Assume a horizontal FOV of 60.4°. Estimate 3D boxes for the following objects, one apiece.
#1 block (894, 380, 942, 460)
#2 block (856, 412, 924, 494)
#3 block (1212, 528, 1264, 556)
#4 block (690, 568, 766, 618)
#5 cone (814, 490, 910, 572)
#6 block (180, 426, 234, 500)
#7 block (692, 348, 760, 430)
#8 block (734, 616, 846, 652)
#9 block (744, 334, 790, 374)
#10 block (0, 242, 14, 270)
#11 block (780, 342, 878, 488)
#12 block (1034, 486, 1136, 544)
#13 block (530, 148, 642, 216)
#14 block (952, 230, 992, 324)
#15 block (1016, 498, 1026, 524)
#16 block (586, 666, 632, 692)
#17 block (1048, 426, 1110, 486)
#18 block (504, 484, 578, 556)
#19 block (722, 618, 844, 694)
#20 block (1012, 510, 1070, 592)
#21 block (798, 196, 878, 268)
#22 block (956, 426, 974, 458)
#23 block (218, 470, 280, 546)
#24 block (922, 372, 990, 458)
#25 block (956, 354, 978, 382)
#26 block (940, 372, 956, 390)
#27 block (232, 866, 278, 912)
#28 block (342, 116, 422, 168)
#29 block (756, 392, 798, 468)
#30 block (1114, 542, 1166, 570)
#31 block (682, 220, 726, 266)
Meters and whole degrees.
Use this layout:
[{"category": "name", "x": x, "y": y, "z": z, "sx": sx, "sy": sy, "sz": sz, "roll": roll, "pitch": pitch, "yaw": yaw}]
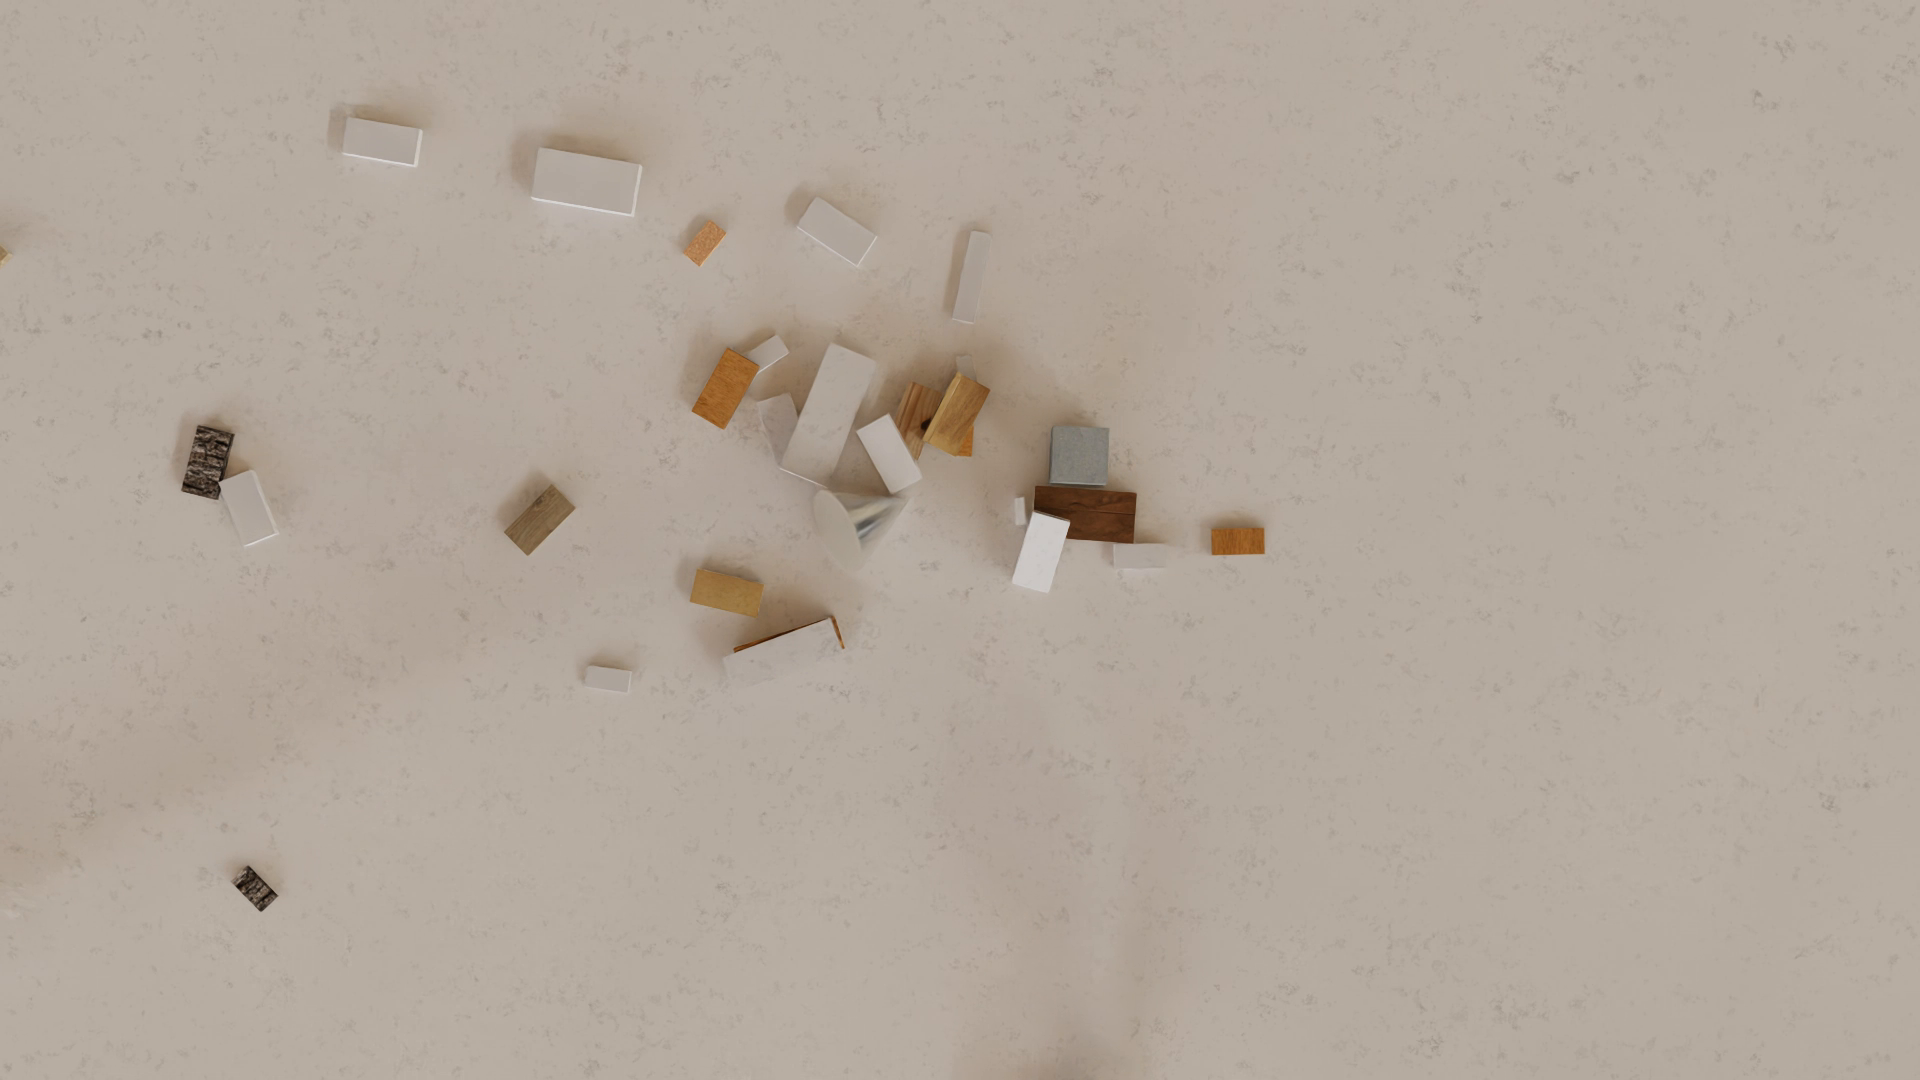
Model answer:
[{"category": "block", "x": -0.154, "y": -0.396, "z": 5.483, "sx": 0.120, "sy": 0.034, "sz": 0.239, "roll": 20, "pitch": 90, "yaw": 0}, {"category": "block", "x": -0.231, "y": -0.285, "z": 5.452, "sx": 0.120, "sy": 0.034, "sz": 0.239, "roll": -27, "pitch": 100, "yaw": 11}, {"category": "block", "x": 0.924, "y": 0.006, "z": 5.488, "sx": 0.172, "sy": 0.024, "sz": 0.086, "roll": -1, "pitch": 90, "yaw": 0}, {"category": "block", "x": -0.773, "y": 0.177, "z": 5.484, "sx": 0.228, "sy": 0.032, "sz": 0.114, "roll": 13, "pitch": 90, "yaw": 0}, {"category": "cone", "x": -0.283, "y": -0.083, "z": 5.436, "sx": 0.287, "sy": 0.287, "sz": 0.287, "roll": -25, "pitch": 90, "yaw": -27}, {"category": "block", "x": -2.501, "y": -0.257, "z": 5.484, "sx": 0.113, "sy": 0.032, "sz": 0.226, "roll": 14, "pitch": 90, "yaw": 0}, {"category": "block", "x": -0.777, "y": -0.502, "z": 5.471, "sx": 0.121, "sy": 0.034, "sz": 0.242, "roll": 30, "pitch": 94, "yaw": 2}, {"category": "block", "x": -0.567, "y": 0.359, "z": 5.484, "sx": 0.352, "sy": 0.032, "sz": 0.113, "roll": -18, "pitch": 90, "yaw": 0}, {"category": "block", "x": -0.648, "y": -0.616, "z": 5.490, "sx": 0.144, "sy": 0.020, "sz": 0.072, "roll": -33, "pitch": 90, "yaw": 0}, {"category": "block", "x": -3.285, "y": -0.897, "z": 5.483, "sx": 0.121, "sy": 0.034, "sz": 0.255, "roll": 43, "pitch": 90, "yaw": 0}, {"category": "block", "x": -0.435, "y": -0.413, "z": 5.455, "sx": 0.168, "sy": 0.048, "sz": 0.449, "roll": 22, "pitch": 86, "yaw": -5}, {"category": "block", "x": 0.411, "y": -0.084, "z": 5.476, "sx": 0.337, "sy": 0.048, "sz": 0.168, "roll": 4, "pitch": 90, "yaw": 0}, {"category": "block", "x": -1.239, "y": -1.188, "z": 5.476, "sx": 0.337, "sy": 0.048, "sz": 0.168, "roll": 10, "pitch": 90, "yaw": 0}, {"category": "block", "x": 0.041, "y": -0.876, "z": 5.490, "sx": 0.072, "sy": 0.020, "sz": 0.300, "roll": 12, "pitch": 90, "yaw": 0}, {"category": "block", "x": 0.198, "y": -0.094, "z": 5.414, "sx": 0.024, "sy": 0.172, "sz": 0.086, "roll": -3, "pitch": 90, "yaw": 0}, {"category": "block", "x": -1.171, "y": 0.462, "z": 5.490, "sx": 0.143, "sy": 0.020, "sz": 0.072, "roll": 8, "pitch": 90, "yaw": 0}, {"category": "block", "x": 0.389, "y": -0.275, "z": 5.410, "sx": 0.181, "sy": 0.181, "sz": 0.181, "roll": 2, "pitch": 90, "yaw": 0}, {"category": "block", "x": -1.394, "y": -0.066, "z": 5.484, "sx": 0.226, "sy": 0.032, "sz": 0.113, "roll": -45, "pitch": 90, "yaw": 0}, {"category": "block", "x": -0.585, "y": 0.381, "z": 5.450, "sx": 0.378, "sy": 0.036, "sz": 0.126, "roll": -20, "pitch": 90, "yaw": 0}, {"category": "block", "x": 0.266, "y": 0.038, "z": 5.447, "sx": 0.126, "sy": 0.036, "sz": 0.252, "roll": 16, "pitch": 105, "yaw": -3}, {"category": "block", "x": -0.409, "y": -1.025, "z": 5.483, "sx": 0.239, "sy": 0.034, "sz": 0.120, "roll": 33, "pitch": 90, "yaw": 0}, {"category": "block", "x": 0.017, "y": -0.330, "z": 5.493, "sx": 0.051, "sy": 0.015, "sz": 0.103, "roll": 4, "pitch": 90, "yaw": 0}, {"category": "block", "x": -2.365, "y": -0.107, "z": 5.484, "sx": 0.114, "sy": 0.032, "sz": 0.228, "roll": -21, "pitch": 90, "yaw": 0}, {"category": "block", "x": -0.014, "y": -0.415, "z": 5.458, "sx": 0.126, "sy": 0.036, "sz": 0.252, "roll": 28, "pitch": 87, "yaw": -9}, {"category": "block", "x": 0.023, "y": -0.561, "z": 5.493, "sx": 0.051, "sy": 0.015, "sz": 0.103, "roll": -12, "pitch": 90, "yaw": 0}, {"category": "block", "x": -0.020, "y": -0.503, "z": 5.493, "sx": 0.051, "sy": 0.015, "sz": 0.103, "roll": -25, "pitch": 90, "yaw": 1}, {"category": "block", "x": -2.348, "y": 1.161, "z": 5.490, "sx": 0.072, "sy": 0.020, "sz": 0.143, "roll": -44, "pitch": 90, "yaw": 0}, {"category": "block", "x": -1.920, "y": -1.323, "z": 5.483, "sx": 0.242, "sy": 0.034, "sz": 0.121, "roll": 10, "pitch": 90, "yaw": 0}, {"category": "block", "x": -0.587, "y": -0.365, "z": 5.484, "sx": 0.114, "sy": 0.032, "sz": 0.228, "roll": -18, "pitch": 90, "yaw": 0}, {"category": "block", "x": 0.600, "y": 0.054, "z": 5.488, "sx": 0.172, "sy": 0.024, "sz": 0.086, "roll": -1, "pitch": 90, "yaw": 0}, {"category": "block", "x": -0.849, "y": -0.987, "z": 5.490, "sx": 0.072, "sy": 0.020, "sz": 0.144, "roll": 39, "pitch": 90, "yaw": 0}]
